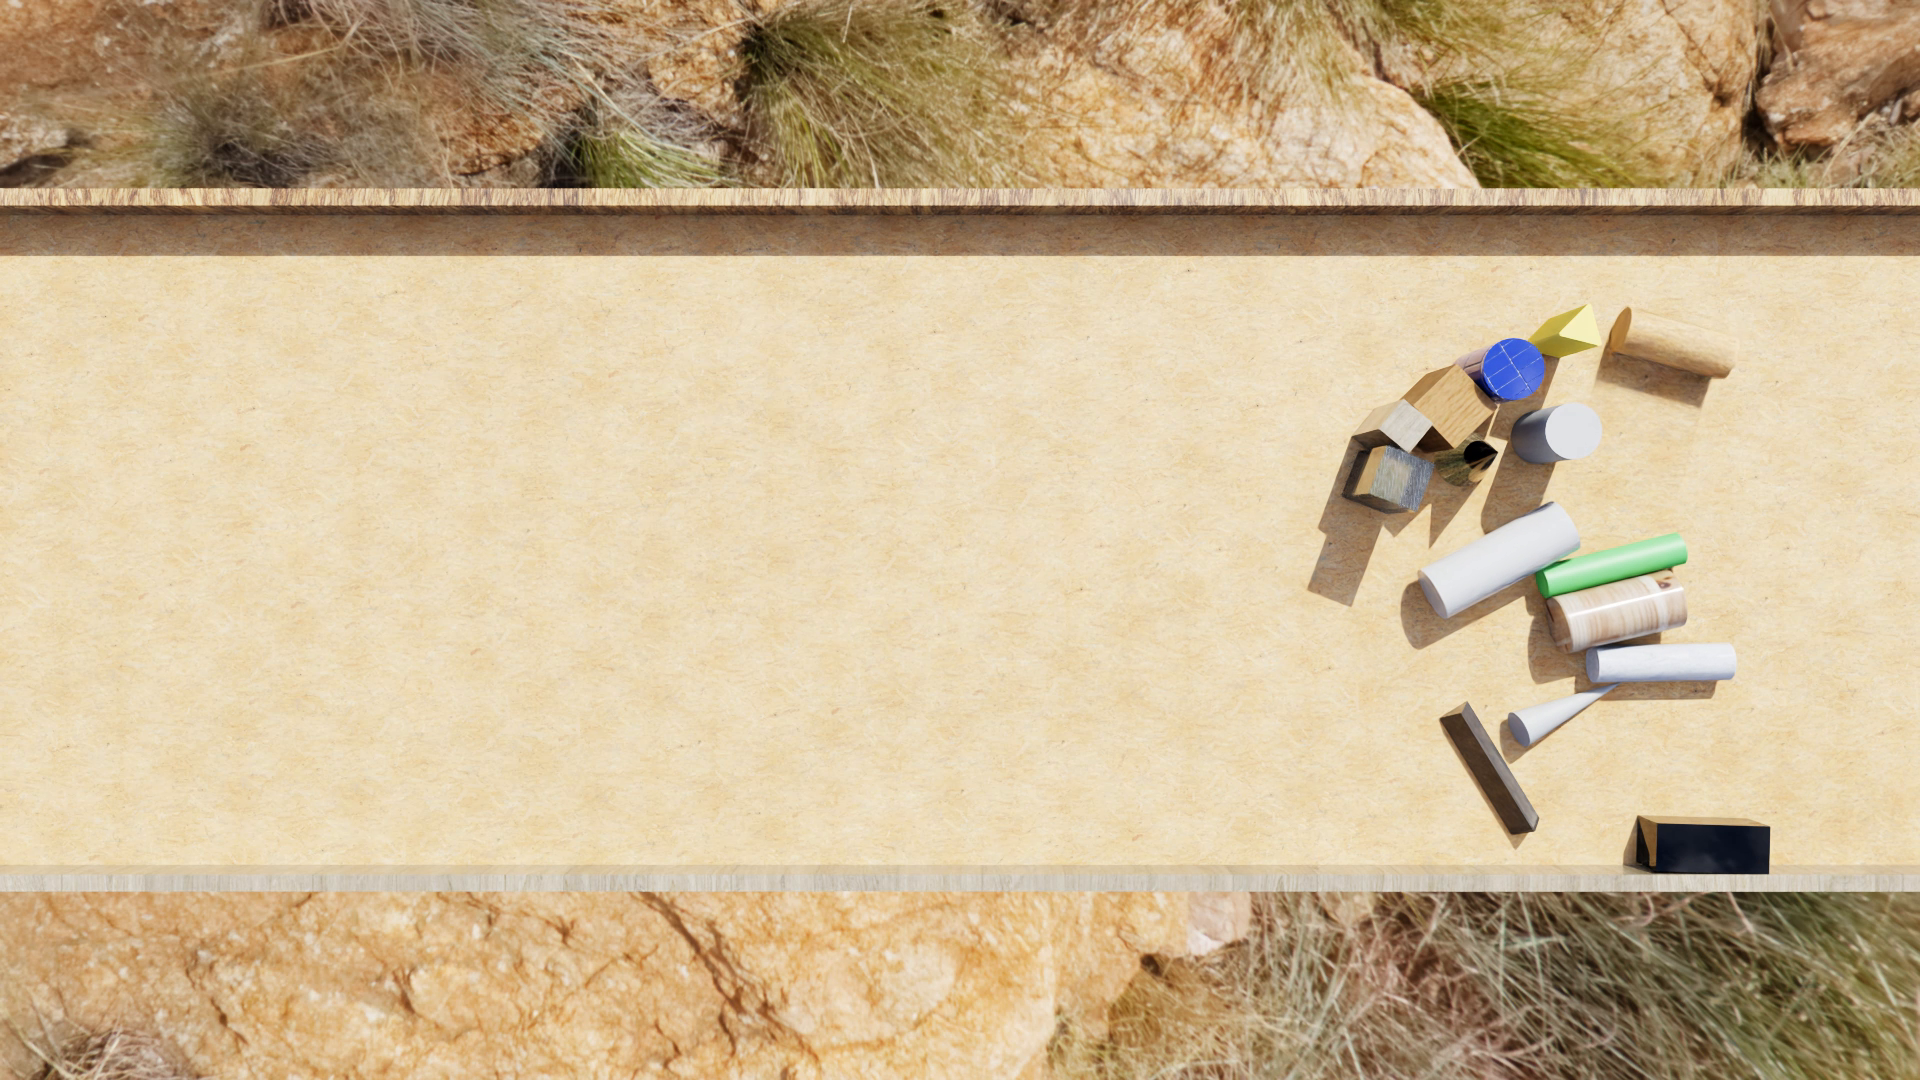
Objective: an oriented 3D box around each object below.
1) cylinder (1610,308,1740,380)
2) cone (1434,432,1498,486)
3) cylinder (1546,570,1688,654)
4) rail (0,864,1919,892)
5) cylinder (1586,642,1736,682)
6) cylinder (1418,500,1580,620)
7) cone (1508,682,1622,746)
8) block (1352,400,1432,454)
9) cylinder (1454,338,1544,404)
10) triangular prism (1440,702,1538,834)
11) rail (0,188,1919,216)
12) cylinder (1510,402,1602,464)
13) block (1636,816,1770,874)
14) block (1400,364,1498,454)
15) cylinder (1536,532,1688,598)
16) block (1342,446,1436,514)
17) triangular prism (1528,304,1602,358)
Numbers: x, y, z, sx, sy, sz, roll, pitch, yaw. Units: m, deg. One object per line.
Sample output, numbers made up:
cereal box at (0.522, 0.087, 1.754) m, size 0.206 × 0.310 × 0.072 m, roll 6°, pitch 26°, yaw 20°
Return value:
cylinder at (2.168, -0.596, 5.007) m, size 0.335 × 0.138 × 0.138 m, roll 15°, pitch 90°, yaw 0°
cone at (1.548, -0.252, 4.908) m, size 0.177 × 0.338 × 0.177 m, roll 0°, pitch 90°, yaw 0°
cylinder at (1.984, 0.218, 4.988) m, size 0.357 × 0.177 × 0.177 m, roll -13°, pitch 90°, yaw 0°
rail at (-2.247, 1.025, 5.001) m, size 12.000 × 0.150 × 0.050 m, roll 0°, pitch 90°, yaw 0°
cylinder at (2.132, 0.373, 5.020) m, size 0.412 × 0.113 × 0.113 m, roll -1°, pitch 90°, yaw 0°
cylinder at (1.629, 0.061, 4.992) m, size 0.450 × 0.169 × 0.169 m, roll -28°, pitch 90°, yaw 0°
cone at (1.875, 0.504, 5.049) m, size 0.382 × 0.113 × 0.113 m, roll -23°, pitch 90°, yaw -8°
block at (1.283, -0.327, 4.909) m, size 0.111 × 0.335 × 0.111 m, roll 40°, pitch 90°, yaw 0°
cylinder at (1.588, -0.491, 4.903) m, size 0.177 × 0.348 × 0.177 m, roll 0°, pitch 90°, yaw 0°
triangular prism at (1.628, 0.701, 5.031) m, size 0.099 × 0.086 × 0.423 m, roll -32°, pitch 90°, yaw 0°
rail at (-2.247, -1.025, 5.002) m, size 12.000 × 0.150 × 0.050 m, roll 0°, pitch 90°, yaw 0°
cylinder at (1.777, -0.316, 4.926) m, size 0.164 × 0.301 × 0.164 m, roll 0°, pitch 90°, yaw 0°
block at (2.253, 0.923, 5.005) m, size 0.340 × 0.143 × 0.143 m, roll 2°, pitch 90°, yaw 0°
block at (1.434, -0.388, 4.924) m, size 0.175 × 0.304 × 0.175 m, roll -44°, pitch 91°, yaw 0°
cylinder at (1.984, 0.077, 5.027) m, size 0.432 × 0.100 × 0.100 m, roll -14°, pitch 90°, yaw 0°
block at (1.269, -0.176, 4.906) m, size 0.149 × 0.342 × 0.149 m, roll 21°, pitch 90°, yaw 0°
triangular prism at (1.802, -0.629, 4.916) m, size 0.124 × 0.321 × 0.107 m, roll 15°, pitch 90°, yaw 0°
